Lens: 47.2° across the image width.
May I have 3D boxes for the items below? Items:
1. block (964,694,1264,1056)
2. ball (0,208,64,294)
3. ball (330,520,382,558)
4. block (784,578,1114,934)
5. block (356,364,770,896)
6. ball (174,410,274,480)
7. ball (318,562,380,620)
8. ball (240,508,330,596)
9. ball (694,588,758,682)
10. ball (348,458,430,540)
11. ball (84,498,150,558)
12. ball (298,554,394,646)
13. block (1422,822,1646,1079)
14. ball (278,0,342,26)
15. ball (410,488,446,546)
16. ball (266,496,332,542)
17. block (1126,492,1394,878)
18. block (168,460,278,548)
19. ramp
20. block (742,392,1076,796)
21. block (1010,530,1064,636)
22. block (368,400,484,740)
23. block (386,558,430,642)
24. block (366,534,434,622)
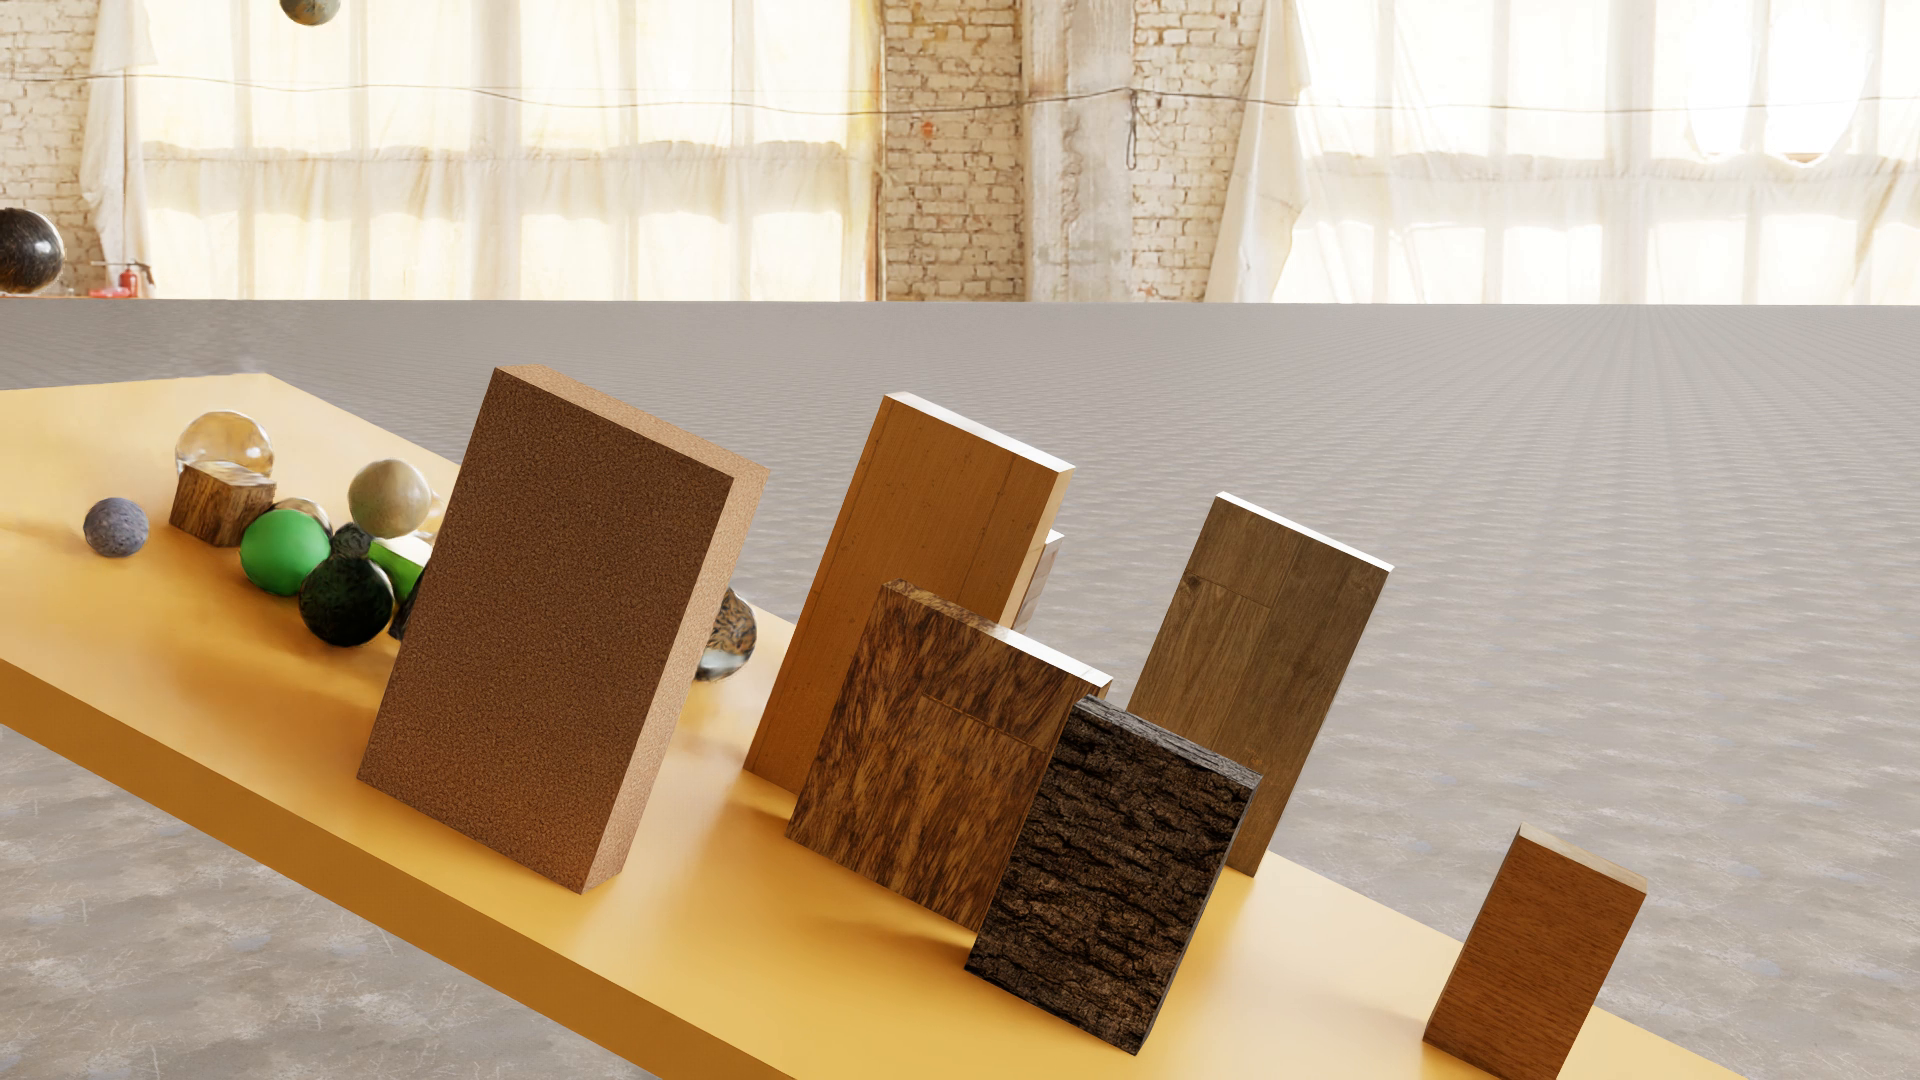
[{"bbox_3d":[0.254,0.558,3.681,0.322,0.502,0.107,25,13,13],"label":"block"},{"bbox_3d":[-1.790,-0.549,4.179,0.164,0.164,0.164,0,7,0],"label":"ball"},{"bbox_3d":[-1.193,0.022,4.387,0.127,0.127,0.127,0,7,0],"label":"ball"},{"bbox_3d":[-0.024,0.389,3.920,0.429,0.504,0.094,25,13,13],"label":"block"},{"bbox_3d":[-0.634,0.137,3.483,0.428,0.716,0.145,25,13,13],"label":"block"},{"bbox_3d":[-1.508,-0.170,4.509,0.195,0.195,0.195,0,7,0],"label":"ball"},{"bbox_3d":[-1.158,0.096,4.171,0.112,0.112,0.112,0,7,0],"label":"ball"},{"bbox_3d":[-1.276,0.023,4.161,0.164,0.164,0.164,0,7,0],"label":"ball"},{"bbox_3d":[-0.527,0.192,4.589,0.207,0.207,0.207,0,7,0],"label":"ball"},{"bbox_3d":[-1.114,-0.081,4.293,0.158,0.158,0.158,0,7,0],"label":"ball"},{"bbox_3d":[-1.545,-0.022,4.027,0.112,0.112,0.112,0,7,0],"label":"ball"},{"bbox_3d":[-1.125,0.111,4.032,0.169,0.169,0.169,0,7,0],"label":"ball"},{"bbox_3d":[1.090,0.798,4.179,0.250,0.448,0.113,25,13,13],"label":"block"},{"bbox_3d":[-1.394,-1.169,4.714,0.133,0.133,0.133,0,7,0],"label":"ball"},{"bbox_3d":[-1.166,-0.049,4.686,0.144,0.144,0.144,0,7,0],"label":"ball"},{"bbox_3d":[-1.307,-0.016,4.332,0.138,0.138,0.138,0,7,0],"label":"ball"},{"bbox_3d":[0.600,0.312,4.740,0.396,0.731,0.086,25,13,13],"label":"block"},{"bbox_3d":[-1.452,-0.072,4.334,0.127,0.127,0.127,23,12,20],"label":"block"},{"bbox_3d":[-0.307,0.544,4.195,4.000,0.100,2.000,25,13,13],"label":"ramp"},{"bbox_3d":[-0.101,0.151,4.154,0.359,0.778,0.124,25,13,13],"label":"block"},{"bbox_3d":[-0.058,0.160,4.767,0.378,0.523,0.147,25,13,13],"label":"block"},{"bbox_3d":[-0.728,0.106,3.651,0.300,0.630,0.137,25,13,13],"label":"block"},{"bbox_3d":[-0.908,0.137,4.026,0.190,0.190,0.190,30,-9,-17],"label":"block"},{"bbox_3d":[-1.086,0.079,4.320,0.128,0.128,0.128,25,13,16],"label":"block"}]
